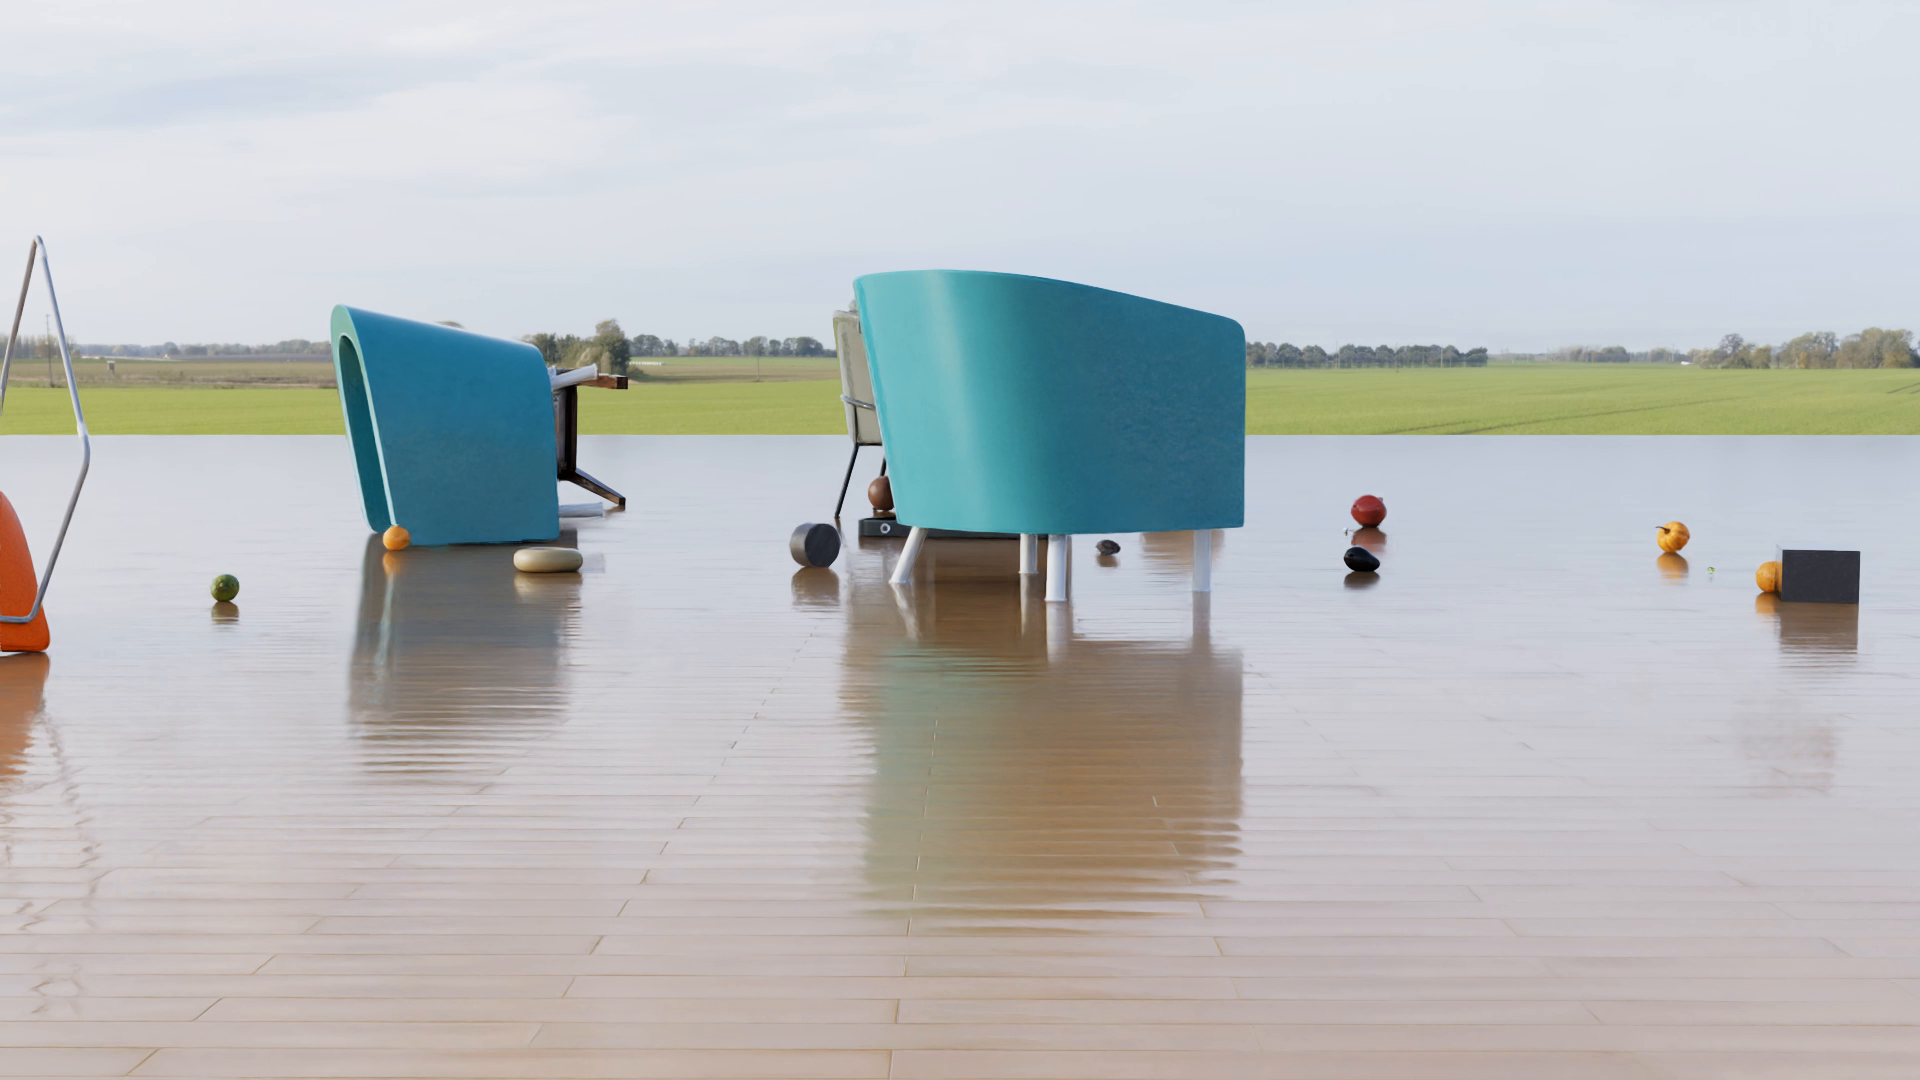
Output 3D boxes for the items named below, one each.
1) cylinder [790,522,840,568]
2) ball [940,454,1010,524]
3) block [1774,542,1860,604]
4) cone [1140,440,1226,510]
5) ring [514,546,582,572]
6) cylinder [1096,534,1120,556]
[{"bbox_3d":[-0.366,0.012,5.550,0.063,0.111,0.113,5,-34,49],"label":"cylinder"},{"bbox_3d":[0.050,-0.173,7.361,0.234,0.234,0.234,0,4,0],"label":"ball"},{"bbox_3d":[1.837,0.070,4.717,0.153,0.111,0.209,1,4,17],"label":"block"},{"bbox_3d":[0.862,-0.193,8.422,0.320,0.276,0.348,0,-18,8],"label":"cone"},{"bbox_3d":[-1.017,0.049,5.431,0.176,0.057,0.156,2,3,21],"label":"ring"},{"bbox_3d":[0.402,0.021,5.971,0.059,0.037,0.071,20,28,-26],"label":"cylinder"}]
